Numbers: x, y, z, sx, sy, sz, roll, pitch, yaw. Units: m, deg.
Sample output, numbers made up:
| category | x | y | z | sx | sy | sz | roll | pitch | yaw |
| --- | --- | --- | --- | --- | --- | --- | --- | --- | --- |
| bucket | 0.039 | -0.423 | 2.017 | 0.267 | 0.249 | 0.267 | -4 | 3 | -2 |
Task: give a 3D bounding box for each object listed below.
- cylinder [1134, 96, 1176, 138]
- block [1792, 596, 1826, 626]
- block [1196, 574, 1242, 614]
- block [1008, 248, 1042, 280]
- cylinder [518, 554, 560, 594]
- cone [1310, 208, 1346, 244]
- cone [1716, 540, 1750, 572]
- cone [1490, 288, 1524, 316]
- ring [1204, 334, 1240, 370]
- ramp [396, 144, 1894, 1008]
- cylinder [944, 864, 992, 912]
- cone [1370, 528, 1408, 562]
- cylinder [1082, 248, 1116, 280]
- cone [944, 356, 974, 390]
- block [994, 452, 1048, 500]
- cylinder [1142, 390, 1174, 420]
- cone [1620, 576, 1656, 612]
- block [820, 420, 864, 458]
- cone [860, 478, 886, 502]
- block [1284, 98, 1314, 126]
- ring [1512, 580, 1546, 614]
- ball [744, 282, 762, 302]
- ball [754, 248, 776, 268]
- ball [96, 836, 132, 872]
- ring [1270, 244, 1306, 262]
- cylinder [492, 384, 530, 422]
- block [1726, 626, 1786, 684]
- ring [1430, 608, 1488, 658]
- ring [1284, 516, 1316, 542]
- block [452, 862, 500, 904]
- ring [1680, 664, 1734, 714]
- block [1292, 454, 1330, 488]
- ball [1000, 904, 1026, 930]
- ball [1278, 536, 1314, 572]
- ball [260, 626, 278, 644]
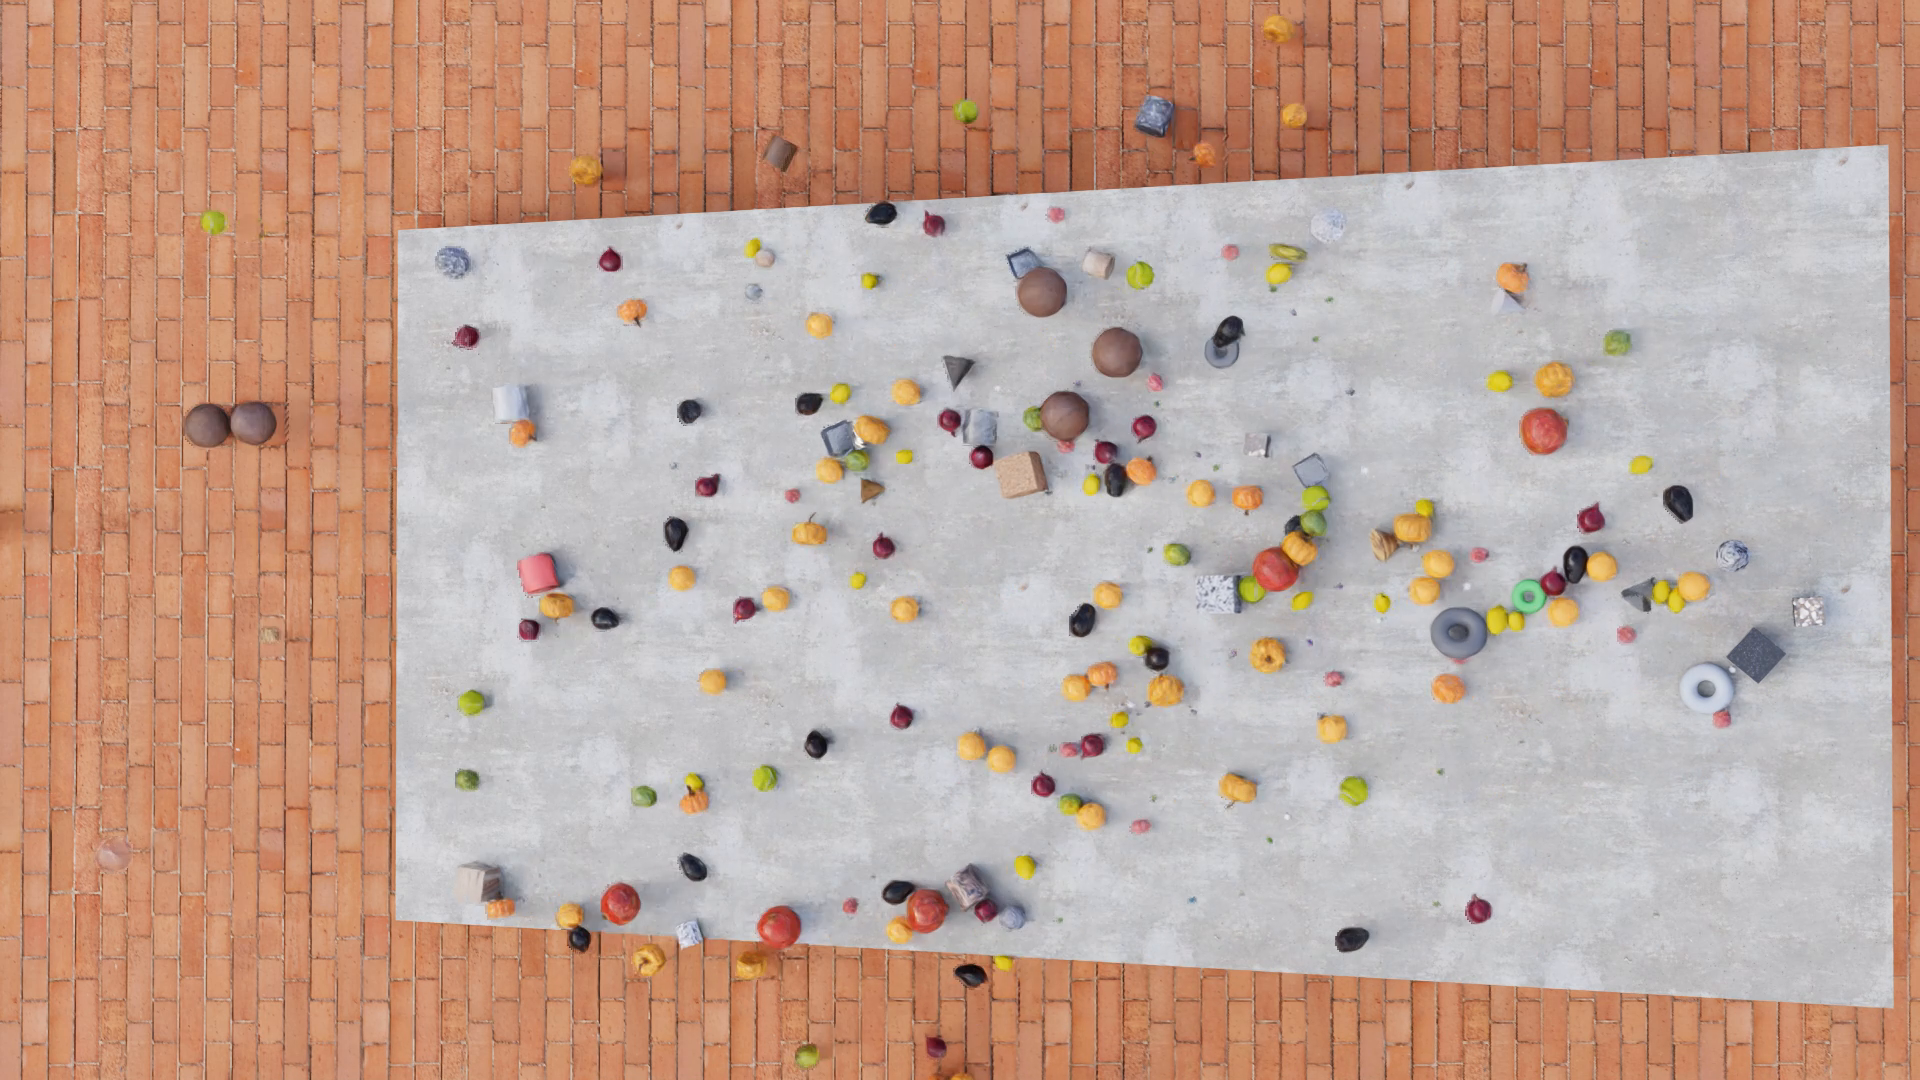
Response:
| category | x | y | z | sx | sy | sz | roll | pitch | yaw |
| --- | --- | --- | --- | --- | --- | --- | --- | --- | --- |
| cylinder | 0.572 | -1.240 | 6.442 | 0.092 | 0.092 | 0.092 | 22 | 89 | 0 |
| block | 1.975 | 0.167 | 5.118 | 0.065 | 0.065 | 0.065 | -4 | 88 | 19 |
| block | 0.653 | 0.137 | 5.550 | 0.096 | 0.096 | 0.096 | -2 | 89 | 19 |
| block | 0.169 | -0.720 | 5.745 | 0.061 | 0.061 | 0.061 | -21 | 83 | 17 |
| cylinder | -1.183 | 0.095 | 6.173 | 0.092 | 0.092 | 0.092 | -17 | 83 | 0 |
| cone | 0.910 | -0.790 | 5.480 | 0.088 | 0.088 | 0.088 | 0 | 89 | 19 |
| cone | 1.816 | 0.036 | 5.168 | 0.077 | 0.077 | 0.077 | 0 | 89 | 19 |
| cone | 1.344 | -0.570 | 5.360 | 0.072 | 0.072 | 0.072 | 16 | 89 | -9 |
| ring | 0.665 | -0.479 | 5.589 | 0.091 | 0.030 | 0.091 | -1 | 88 | 18 |
| ramp | 0.278 | 0.092 | 5.781 | 4.000 | 0.100 | 2.000 | 0 | 89 | 19 |
| cylinder | 0.021 | 0.909 | 5.757 | 0.090 | 0.090 | 0.090 | -35 | 78 | 0 |
| cone | 1.071 | 0.002 | 5.441 | 0.085 | 0.085 | 0.085 | -13 | 89 | -14 |
| cylinder | 0.358 | -0.713 | 5.678 | 0.065 | 0.065 | 0.065 | 22 | 89 | 19 |
| cone | -0.009 | -0.433 | 5.781 | 0.086 | 0.086 | 0.086 | 9 | 90 | 0 |
| block | 0.158 | -0.168 | 5.721 | 0.099 | 0.099 | 0.099 | -15 | 84 | 18 |
| cylinder | 0.507 | -0.347 | 5.641 | 0.076 | 0.076 | 0.076 | 0 | 91 | -2 |
| cone | 1.636 | 0.116 | 5.250 | 0.080 | 0.080 | 0.080 | 41 | 88 | 1 |
| block | -0.316 | -0.270 | 5.895 | 0.075 | 0.075 | 0.075 | -23 | 82 | 17 |
| cone | -0.228 | -0.136 | 5.887 | 0.068 | 0.068 | 0.068 | -5 | 89 | -8 |
| block | 0.998 | -1.262 | 6.485 | 0.054 | 0.054 | 0.054 | 48 | 126 | -3 |
| ring | 1.382 | 0.137 | 5.340 | 0.083 | 0.028 | 0.083 | -1 | 88 | 20 |
| ball | -0.564 | -0.676 | 5.997 | 0.050 | 0.050 | 0.050 | 0 | 89 | 0 |
| ball | -0.530 | -0.767 | 5.984 | 0.056 | 0.056 | 0.056 | 0 | 89 | 0 |
| ball | -2.466 | 0.915 | 6.409 | 0.099 | 0.099 | 0.099 | 0 | 89 | 0 |
| ring | 0.823 | -0.719 | 5.503 | 0.093 | 0.093 | 0.031 | 13 | 95 | 0 |
| cylinder | -1.268 | -0.384 | 6.204 | 0.092 | 0.092 | 0.092 | -8 | 88 | 0 |
| block | 1.860 | 0.269 | 5.141 | 0.093 | 0.093 | 0.093 | 42 | 102 | 15 |
| ring | 1.217 | 0.226 | 5.364 | 0.137 | 0.046 | 0.137 | -5 | 60 | 9 |
| ring | 0.854 | -0.025 | 5.522 | 0.077 | 0.026 | 0.077 | 0 | 91 | 19 |
| block | -1.368 | 0.969 | 6.226 | 0.090 | 0.090 | 0.090 | 8 | 92 | 19 |
| ring | 1.765 | 0.352 | 5.200 | 0.122 | 0.041 | 0.122 | 0 | 91 | 19 |
| block | 0.878 | -0.172 | 5.495 | 0.064 | 0.064 | 0.064 | -31 | 80 | 16 |
| ball | 0.139 | 0.984 | 5.728 | 0.066 | 0.066 | 0.066 | 0 | 89 | 0 |
| ball | 0.844 | 0.035 | 5.520 | 0.090 | 0.090 | 0.090 | 0 | 89 | 0 |
| ball | -2.022 | 0.279 | 6.442 | 0.052 | 0.052 | 0.052 | 0 | 89 | 0 |
